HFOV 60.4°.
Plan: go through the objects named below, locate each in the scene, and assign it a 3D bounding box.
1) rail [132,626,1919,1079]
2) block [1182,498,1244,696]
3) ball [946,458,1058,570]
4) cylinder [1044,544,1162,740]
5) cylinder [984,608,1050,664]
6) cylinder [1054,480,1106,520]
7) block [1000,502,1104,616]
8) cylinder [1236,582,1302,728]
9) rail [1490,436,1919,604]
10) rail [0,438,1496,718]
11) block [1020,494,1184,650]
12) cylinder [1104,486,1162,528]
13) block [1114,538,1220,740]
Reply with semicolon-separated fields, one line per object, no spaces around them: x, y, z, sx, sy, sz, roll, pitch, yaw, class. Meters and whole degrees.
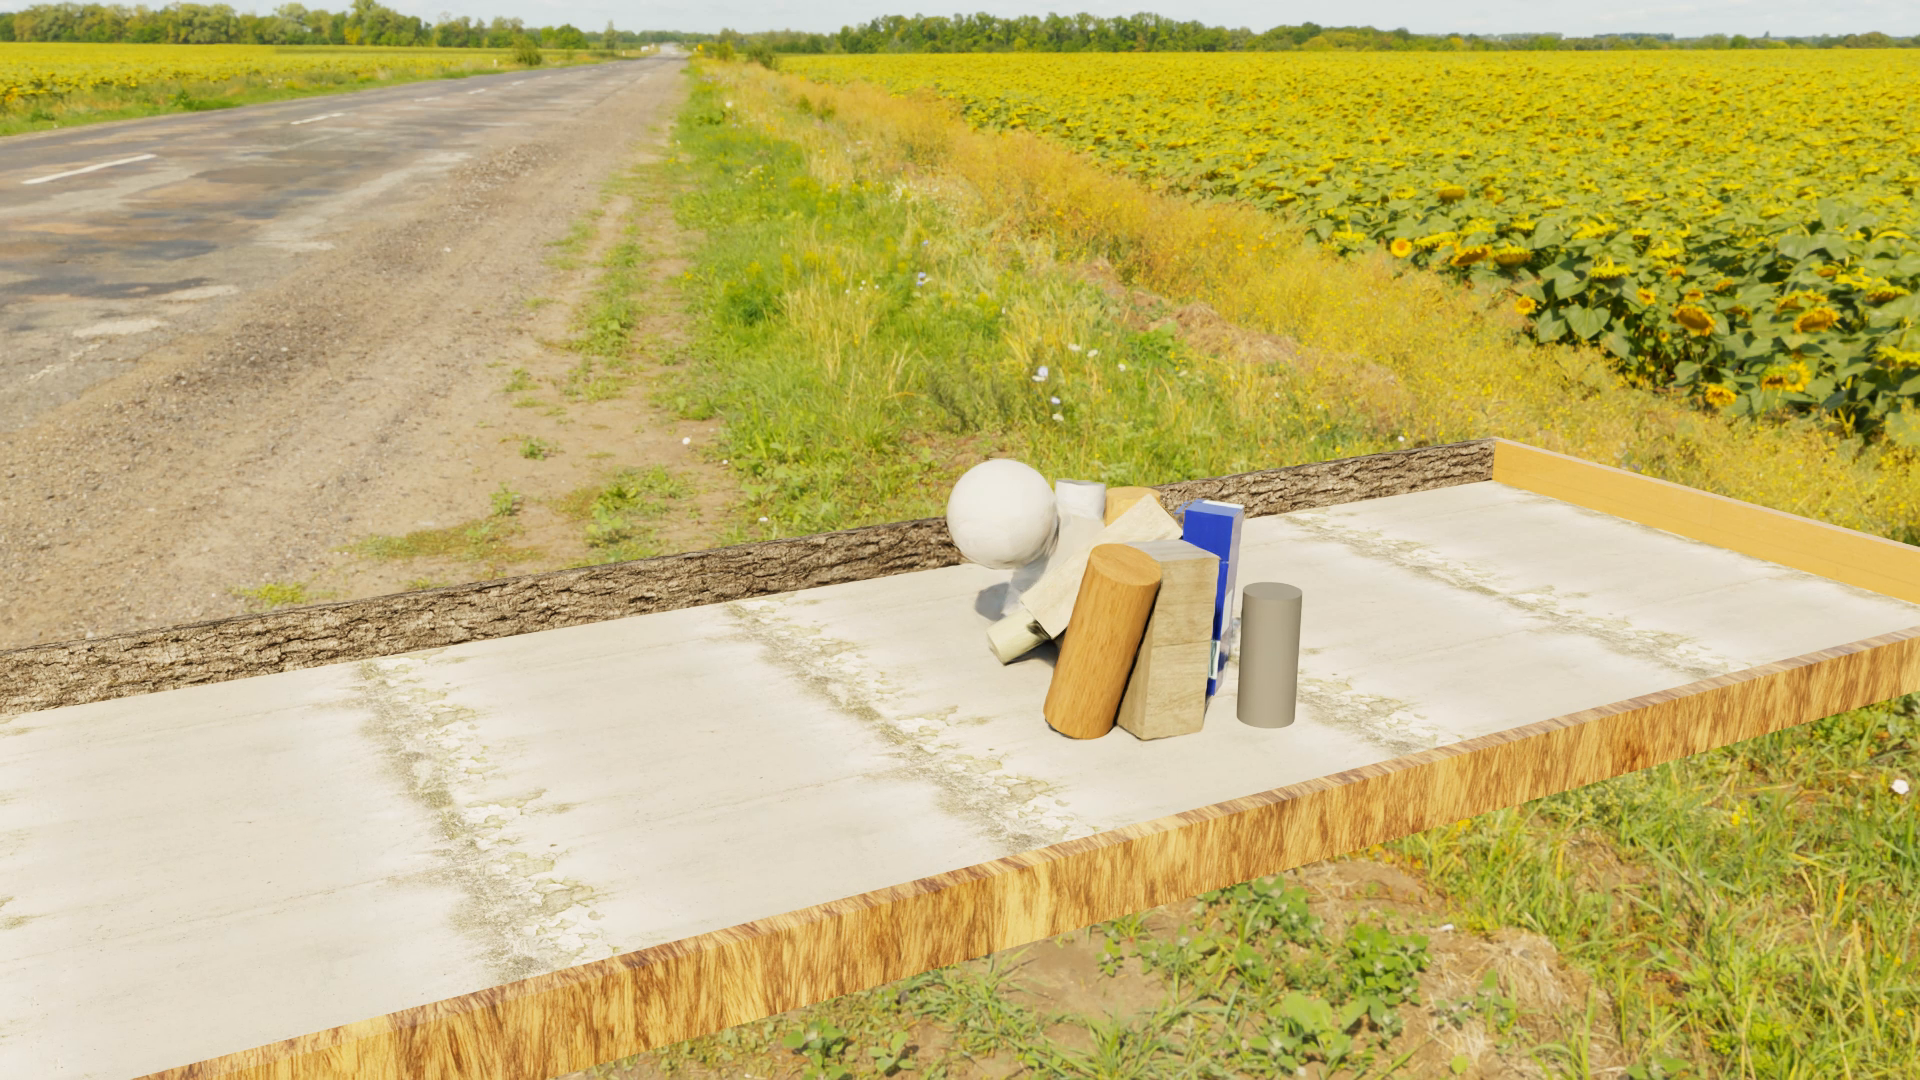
-2.336;1.006;1.665;12.000;0.150;0.050;-9;18;-27;rail
0.604;0.140;4.056;0.118;0.456;0.118;9;18;20;block
0.110;-0.066;4.289;0.290;0.290;0.290;0;16;0;ball
0.319;0.233;3.742;0.164;0.433;0.164;10;31;-6;cylinder
0.226;0.202;4.273;0.319;0.104;0.104;-27;22;-8;cylinder
0.320;0.021;4.606;0.142;0.362;0.142;5;7;-1;cylinder
0.261;0.079;4.437;0.159;0.329;0.159;15;9;-27;block
0.726;0.270;3.875;0.137;0.316;0.137;0;16;0;cylinder
2.466;-0.048;5.253;0.050;0.150;2.100;-9;18;-27;rail
-3.305;0.497;3.399;12.000;0.150;0.050;-9;18;-27;rail
0.365;0.089;4.098;0.414;0.142;0.142;-39;63;-1;block
0.447;0.080;4.334;0.143;0.419;0.143;1;16;0;cylinder
0.466;0.226;3.817;0.164;0.423;0.164;-4;16;-27;block
